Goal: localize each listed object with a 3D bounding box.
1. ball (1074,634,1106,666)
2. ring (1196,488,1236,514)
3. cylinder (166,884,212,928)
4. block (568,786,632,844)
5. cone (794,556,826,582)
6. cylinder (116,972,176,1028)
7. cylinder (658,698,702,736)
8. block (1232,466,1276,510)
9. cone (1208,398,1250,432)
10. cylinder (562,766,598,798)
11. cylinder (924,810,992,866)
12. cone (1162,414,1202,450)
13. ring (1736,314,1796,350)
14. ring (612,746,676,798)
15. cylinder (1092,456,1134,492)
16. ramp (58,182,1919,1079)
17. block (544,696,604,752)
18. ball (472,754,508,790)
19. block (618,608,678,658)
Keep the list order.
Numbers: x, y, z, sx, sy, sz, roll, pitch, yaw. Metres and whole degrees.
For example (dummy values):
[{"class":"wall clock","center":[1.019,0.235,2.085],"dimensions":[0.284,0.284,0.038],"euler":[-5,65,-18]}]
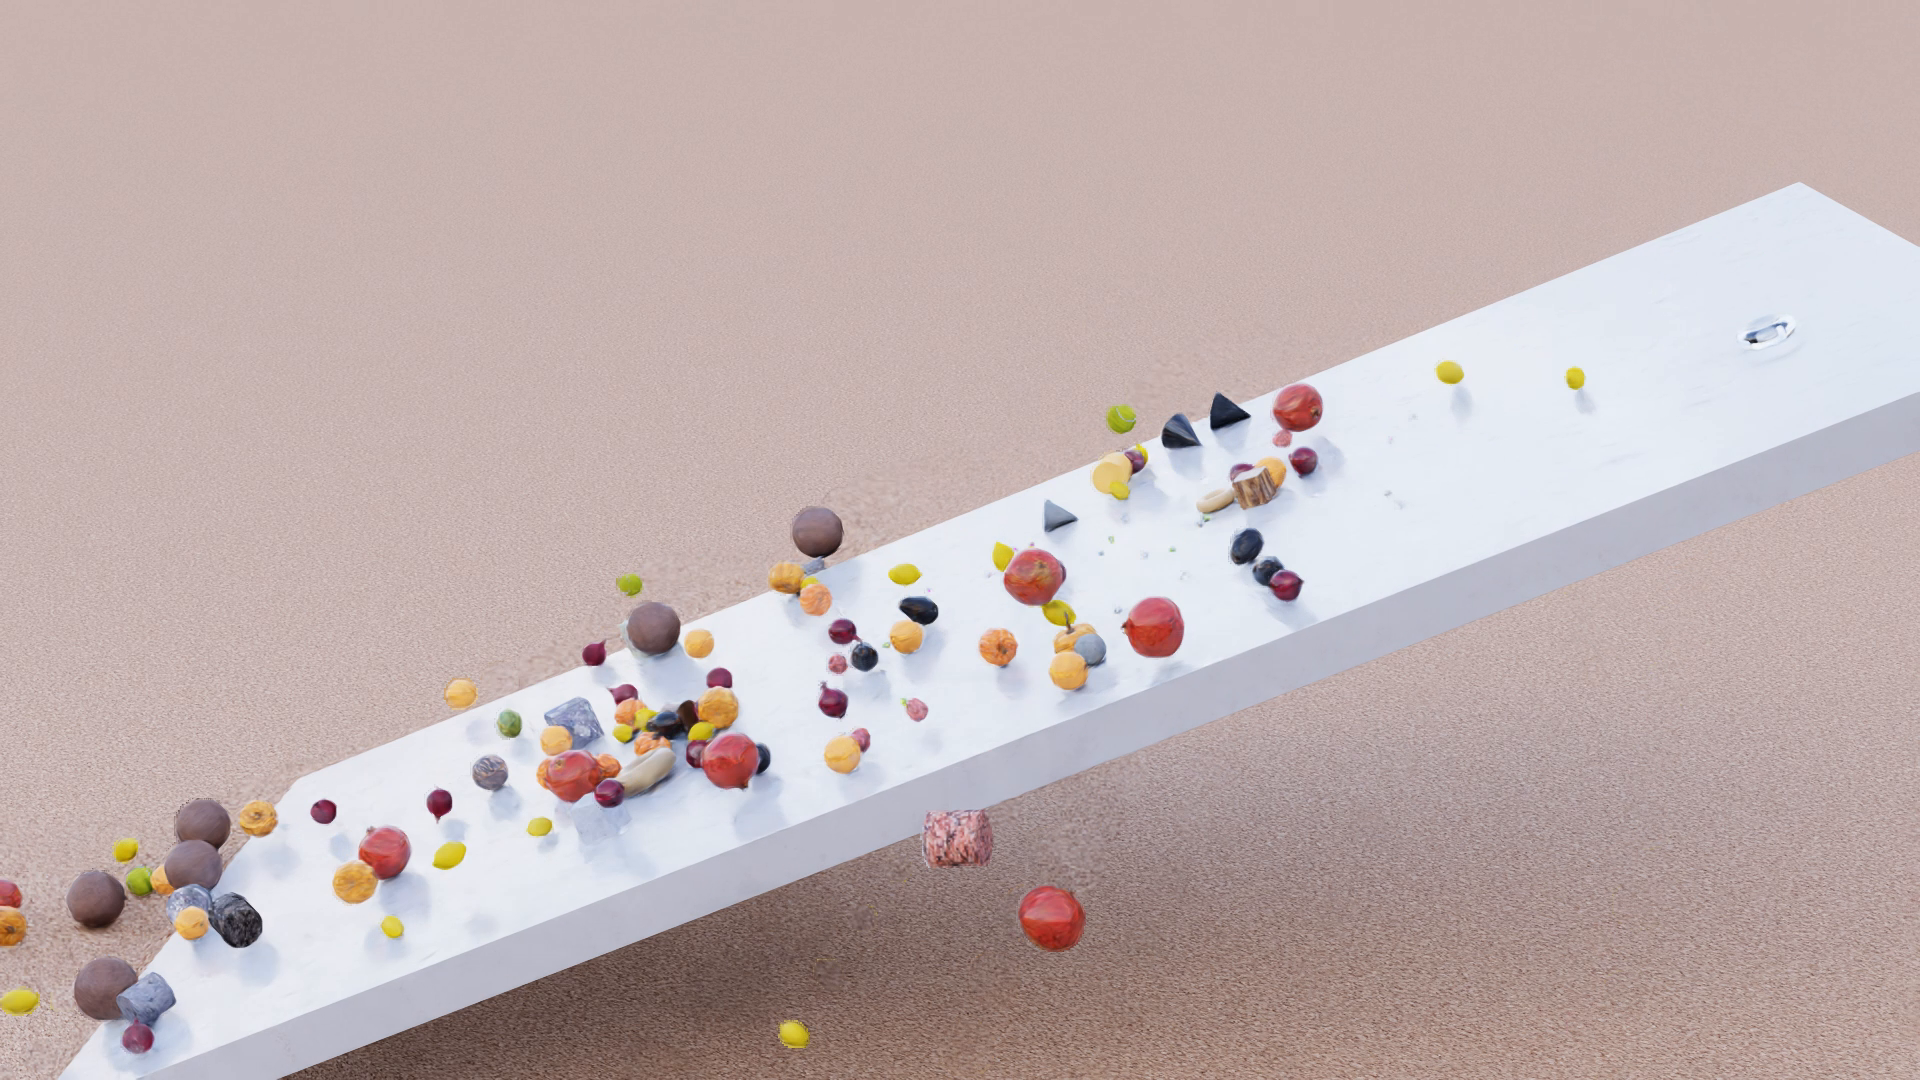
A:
[{"class":"ball","center":[0.246,0.207,5.548],"dimensions":[0.060,0.060,0.060],"euler":[0,14,0]},{"class":"ring","center":[0.549,-0.085,6.302],"dimensions":[0.089,0.030,0.089],"euler":[-24,12,6]},{"class":"cylinder","center":[-1.683,0.799,6.427],"dimensions":[0.087,0.087,0.087],"euler":[-2,-2,-6]},{"class":"block","center":[-0.713,0.545,5.824],"dimensions":[0.076,0.076,0.076],"euler":[-17,14,27]},{"class":"cone","center":[-0.357,0.070,7.348],"dimensions":[0.099,0.099,0.099],"euler":[10,49,-11]},{"class":"cylinder","center":[-1.622,0.918,5.863],"dimensions":[0.081,0.081,0.081],"euler":[12,37,40]},{"class":"cylinder","center":[-0.602,0.381,6.336],"dimensions":[0.067,0.067,0.067],"euler":[-12,21,-40]},{"class":"block","center":[0.620,-0.110,6.198],"dimensions":[0.062,0.062,0.062],"euler":[-16,14,30]},{"class":"cone","center":[0.651,-0.301,7.003],"dimensions":[0.092,0.092,0.092],"euler":[-7,9,30]},{"class":"cylinder","center":[-0.800,0.509,6.185],"dimensions":[0.055,0.055,0.055],"euler":[-17,4,32]},{"class":"cylinder","center":[-0.004,0.526,5.190],"dimensions":[0.095,0.095,0.095],"euler":[-4,12,18]},{"class":"cone","center":[0.539,-0.241,6.952],"dimensions":[0.090,0.090,0.090],"euler":[-12,30,-40]},{"class":"ring","center":[1.581,-0.409,5.769],"dimensions":[0.119,0.040,0.119],"euler":[-23,13,6]},{"class":"ring","center":[-0.649,0.477,6.037],"dimensions":[0.148,0.049,0.148],"euler":[-32,8,5]},{"class":"cylinder","center":[0.354,-0.154,6.831],"dimensions":[0.078,0.078,0.078],"euler":[6,5,22]},{"class":"ramp","center":[0.127,0.172,6.288],"dimensions":[4.000,0.100,2.000],"euler":[-22,12,8]},{"class":"block","center":[-0.870,0.415,6.629],"dimensions":[0.089,0.089,0.089],"euler":[-28,13,-20]},{"class":"ball","center":[-1.044,0.516,6.536],"dimensions":[0.082,0.082,0.082],"euler":[0,14,0]},{"class":"block","center":[-0.765,0.229,7.226],"dimensions":[0.091,0.091,0.091],"euler":[-30,14,-30]}]
